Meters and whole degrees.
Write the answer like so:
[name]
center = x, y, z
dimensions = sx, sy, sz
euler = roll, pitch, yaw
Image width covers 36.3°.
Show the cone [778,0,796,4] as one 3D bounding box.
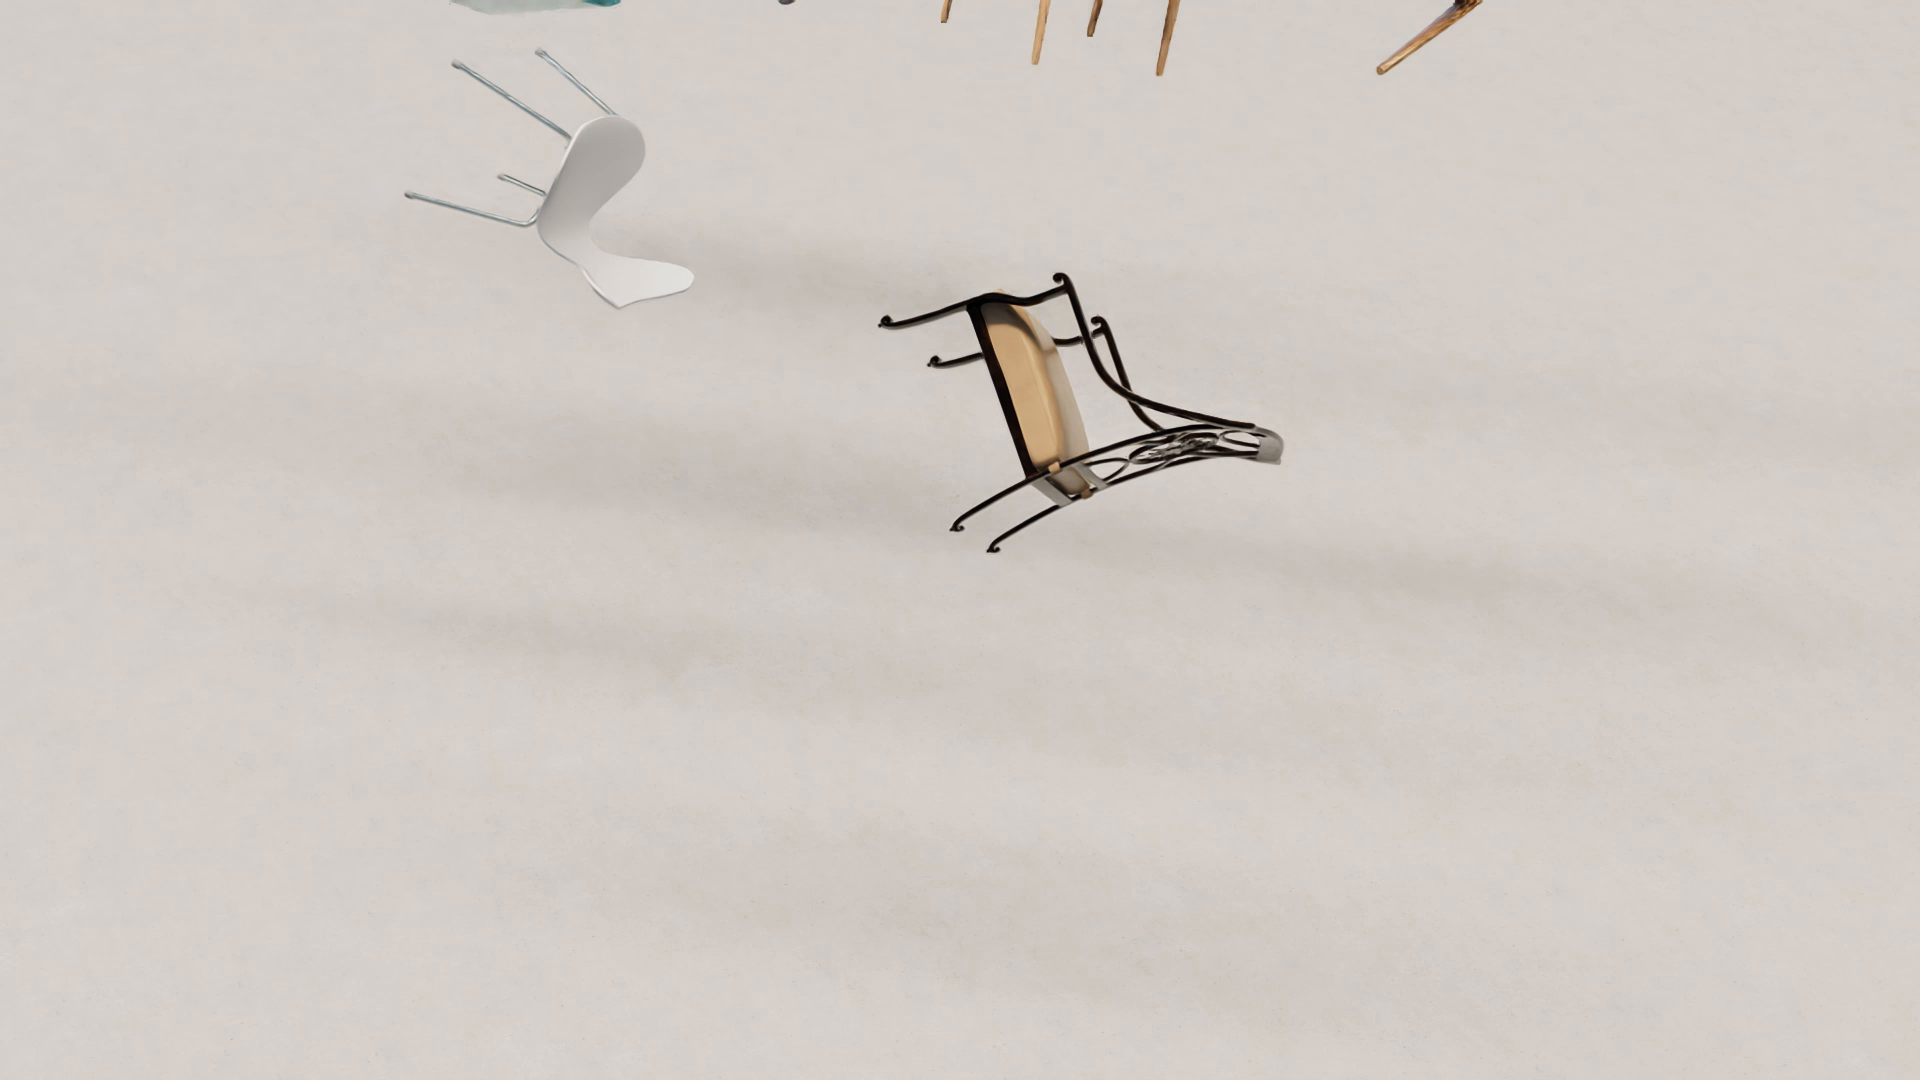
[cone]
center = -0.497, -1.567, 8.370
dimensions = 0.070, 0.076, 0.033
euler = -35, 54, 8
